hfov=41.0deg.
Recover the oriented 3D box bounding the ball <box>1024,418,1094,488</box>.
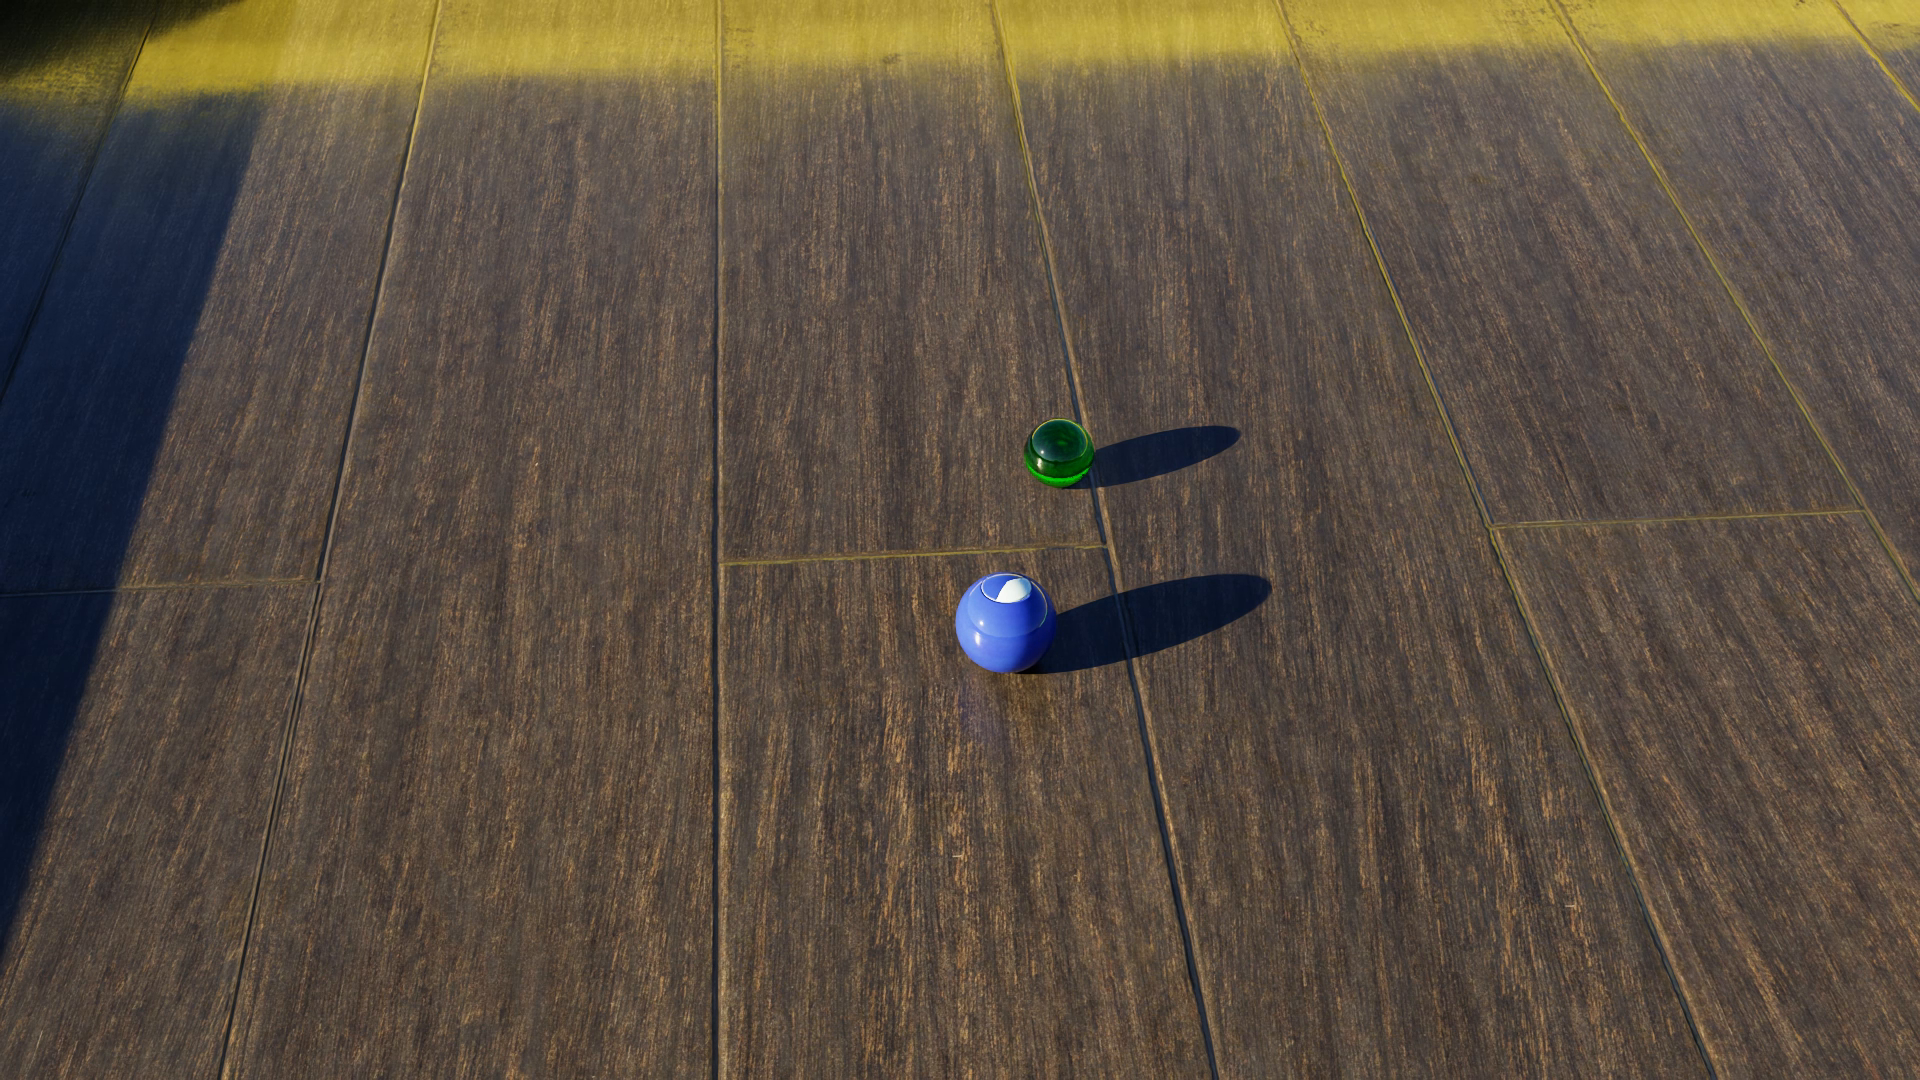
[{"bbox_3d":[0.065,-0.058,1.693,0.046,0.046,0.046,0,37,0],"label":"ball"}]

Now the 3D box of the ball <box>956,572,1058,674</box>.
[{"bbox_3d":[0.028,0.049,1.535,0.061,0.061,0.061,0,37,0],"label":"ball"}]
